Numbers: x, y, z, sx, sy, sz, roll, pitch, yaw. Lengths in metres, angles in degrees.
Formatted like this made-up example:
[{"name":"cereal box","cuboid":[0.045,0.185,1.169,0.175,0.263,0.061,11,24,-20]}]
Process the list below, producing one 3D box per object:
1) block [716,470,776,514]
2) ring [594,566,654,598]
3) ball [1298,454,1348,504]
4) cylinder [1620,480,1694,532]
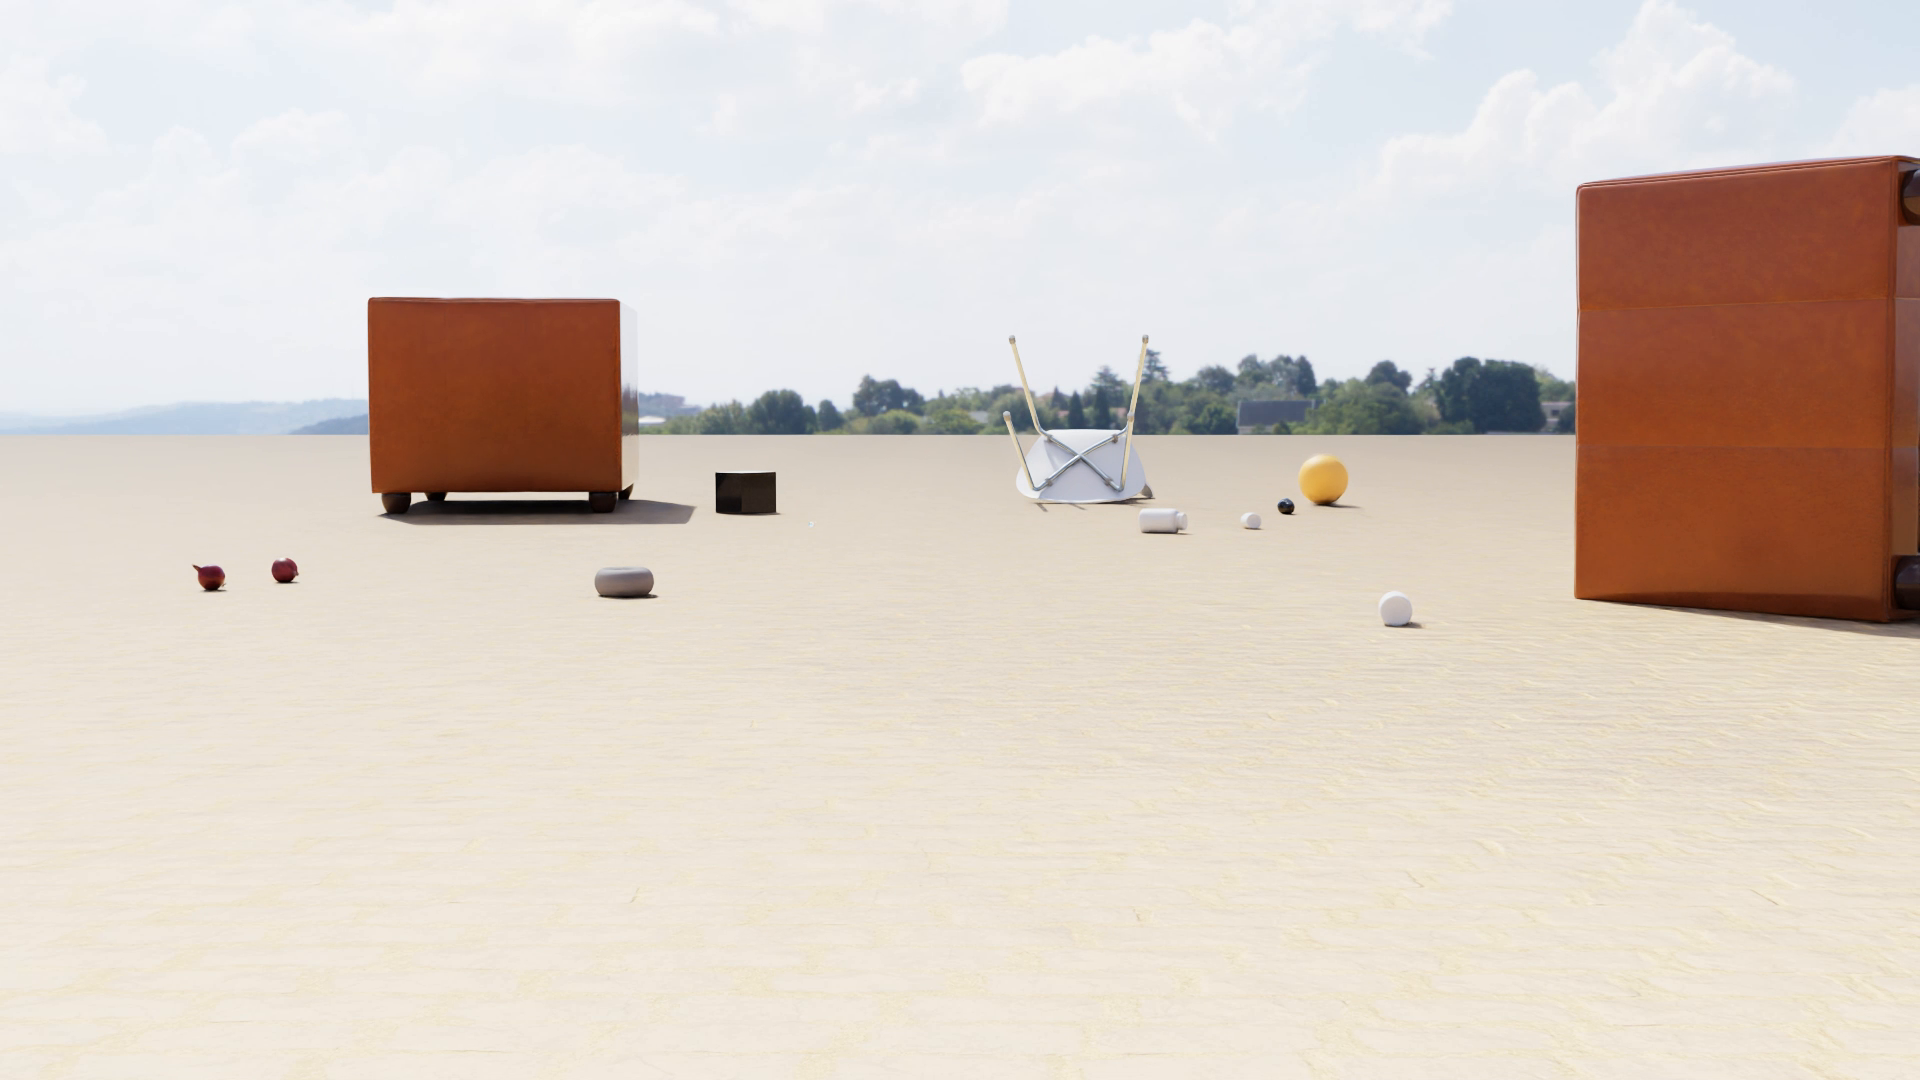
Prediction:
[{"name":"block","cuboid":[-0.777,-0.173,7.984,0.135,0.148,0.175,3,5,40]},{"name":"ring","cuboid":[-0.732,0.091,4.796,0.126,0.059,0.170,-3,4,-24]},{"name":"ball","cuboid":[1.412,-0.234,8.551,0.193,0.193,0.193,0,4,0]},{"name":"cylinder","cuboid":[2.214,-0.108,6.976,0.180,0.122,0.186,-4,-39,-45]}]
